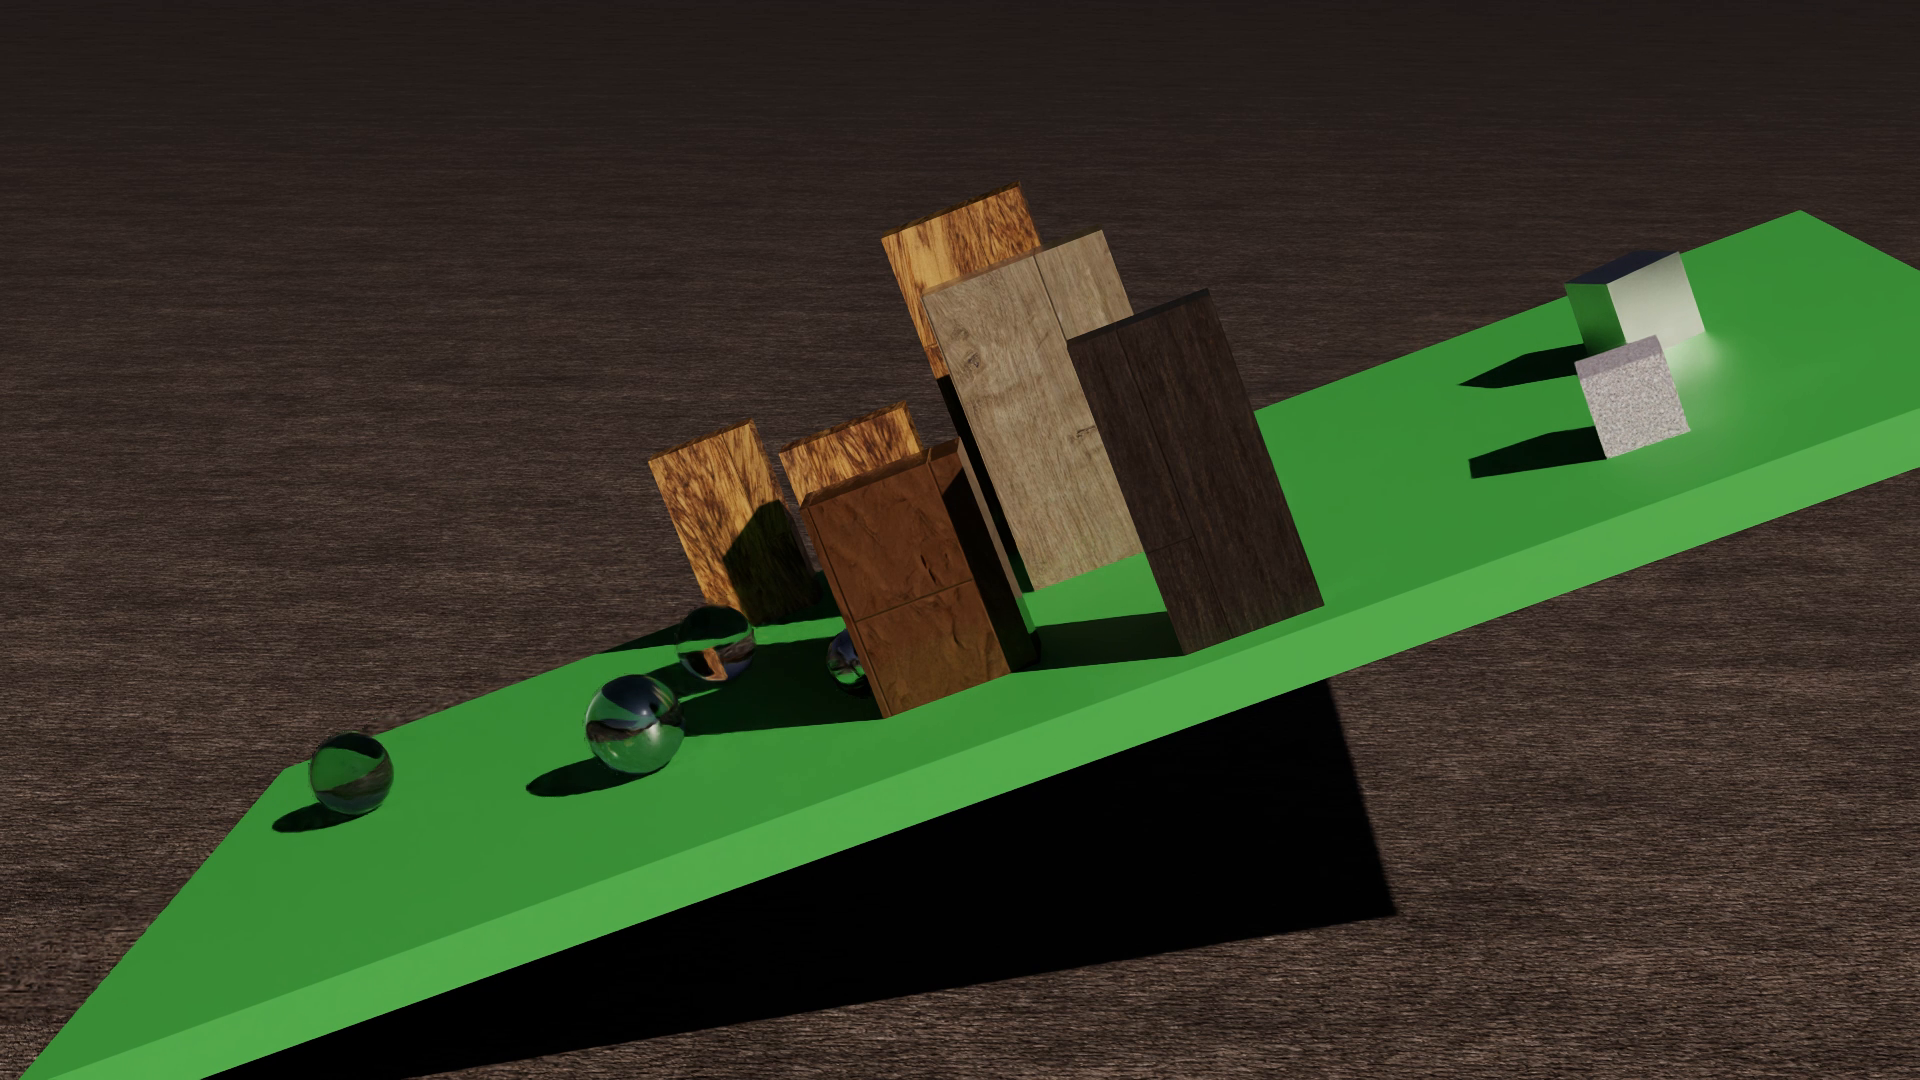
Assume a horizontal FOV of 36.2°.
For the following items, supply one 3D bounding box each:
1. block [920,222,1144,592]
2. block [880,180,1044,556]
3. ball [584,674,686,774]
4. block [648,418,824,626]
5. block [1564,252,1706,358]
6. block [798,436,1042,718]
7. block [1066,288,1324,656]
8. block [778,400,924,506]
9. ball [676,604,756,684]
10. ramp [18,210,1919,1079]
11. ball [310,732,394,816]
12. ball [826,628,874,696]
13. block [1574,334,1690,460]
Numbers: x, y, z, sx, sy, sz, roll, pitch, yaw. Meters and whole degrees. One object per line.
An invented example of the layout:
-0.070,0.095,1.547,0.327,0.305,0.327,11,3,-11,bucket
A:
0.229,-0.280,6.235,0.405,0.673,0.119,-20,12,7,block
0.119,-0.387,6.663,0.327,0.775,0.124,-20,12,7,block
-0.665,0.378,6.024,0.206,0.206,0.206,0,13,0,ball
-0.530,-0.028,6.986,0.255,0.459,0.084,-20,12,7,block
1.436,-0.496,6.268,0.182,0.182,0.182,-25,12,-14,block
-0.074,0.074,5.746,0.326,0.446,0.148,-20,12,7,block
0.428,-0.122,5.331,0.271,0.607,0.090,-20,12,7,block
-0.154,-0.007,6.123,0.274,0.498,0.087,-20,12,7,block
-0.543,0.230,6.540,0.177,0.177,0.177,0,13,0,ball
0.120,0.175,6.293,4.000,0.100,2.000,-20,12,7,ramp
-1.375,0.530,6.654,0.187,0.187,0.187,0,13,0,ball
-0.197,0.243,5.943,0.146,0.146,0.146,0,13,0,ball
1.278,-0.273,5.597,0.162,0.162,0.162,-19,12,13,block
